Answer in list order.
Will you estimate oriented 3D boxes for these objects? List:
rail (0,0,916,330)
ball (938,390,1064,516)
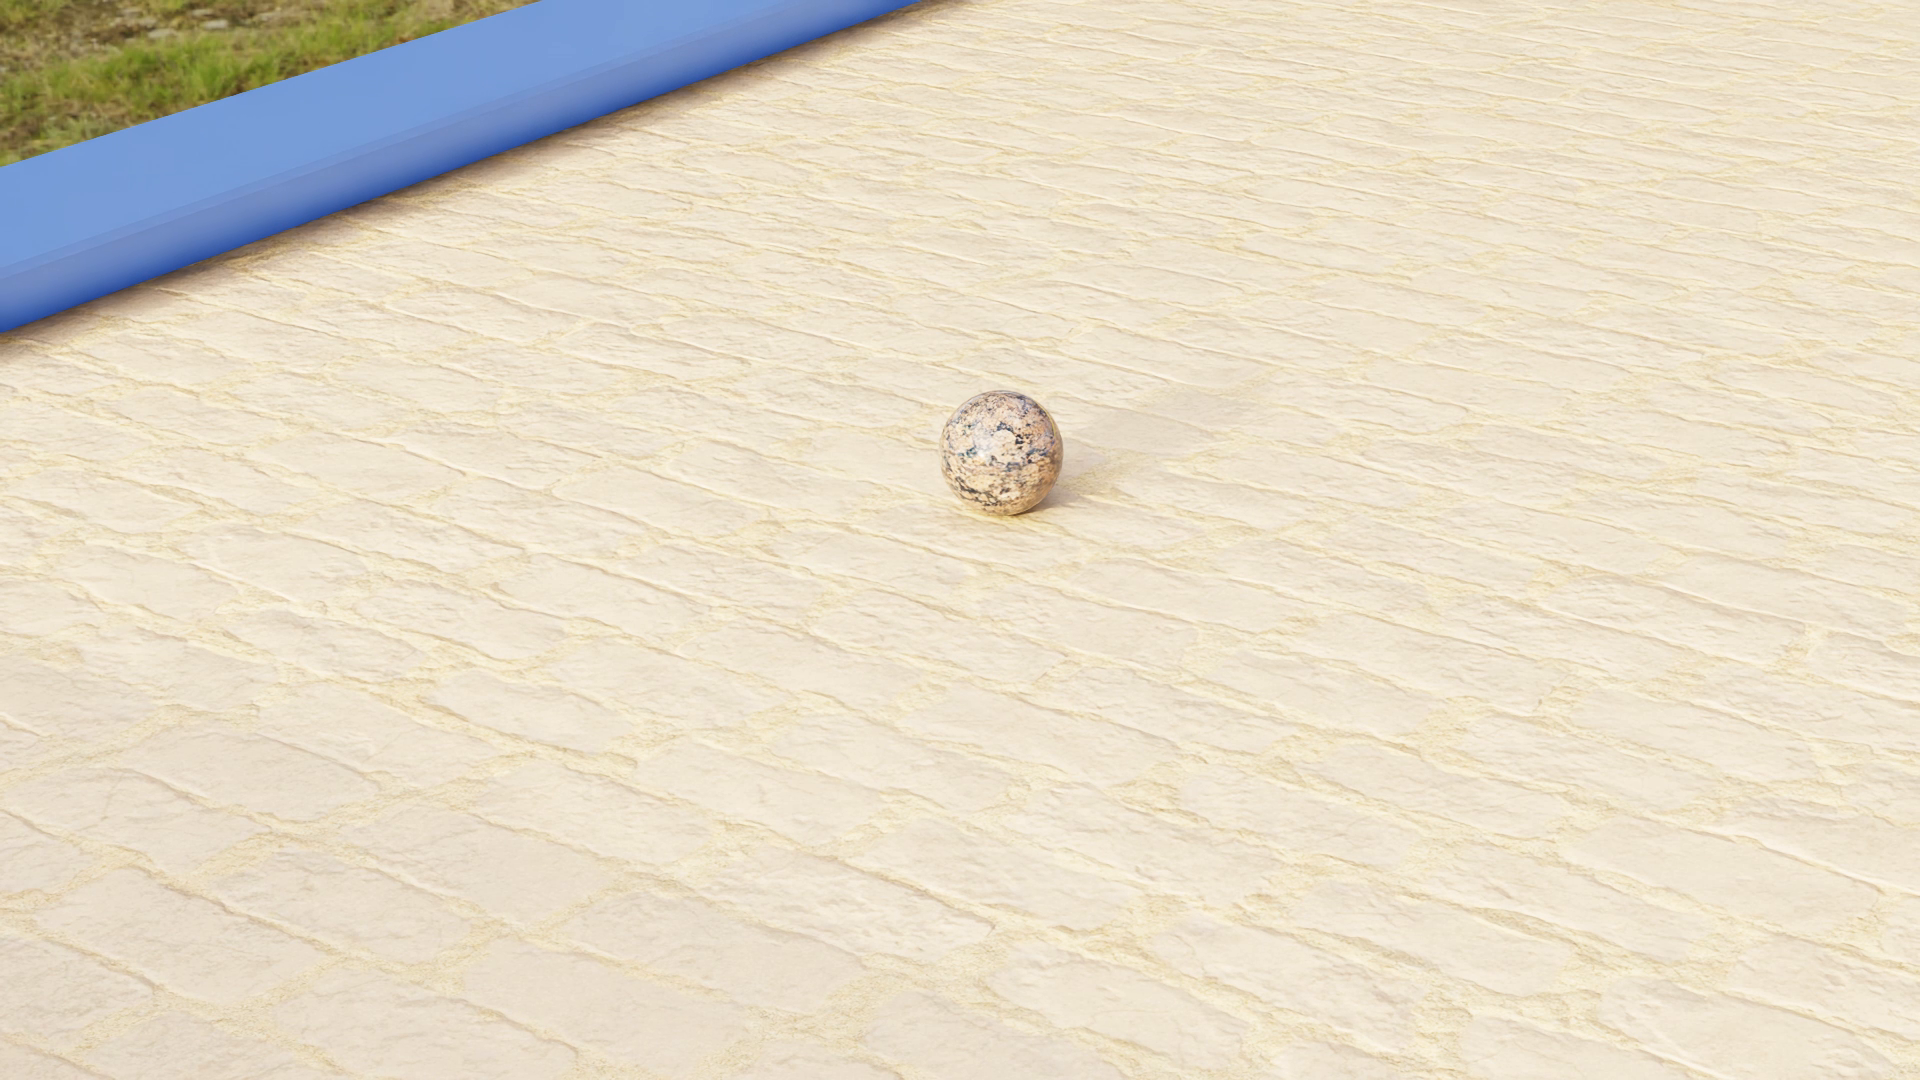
[{"bbox_3d":[-0.243,-0.522,2.948,0.045,0.128,3.505,15,29,30],"label":"rail"},{"bbox_3d":[0.028,-0.059,1.982,0.085,0.085,0.085,0,24,0],"label":"ball"}]
